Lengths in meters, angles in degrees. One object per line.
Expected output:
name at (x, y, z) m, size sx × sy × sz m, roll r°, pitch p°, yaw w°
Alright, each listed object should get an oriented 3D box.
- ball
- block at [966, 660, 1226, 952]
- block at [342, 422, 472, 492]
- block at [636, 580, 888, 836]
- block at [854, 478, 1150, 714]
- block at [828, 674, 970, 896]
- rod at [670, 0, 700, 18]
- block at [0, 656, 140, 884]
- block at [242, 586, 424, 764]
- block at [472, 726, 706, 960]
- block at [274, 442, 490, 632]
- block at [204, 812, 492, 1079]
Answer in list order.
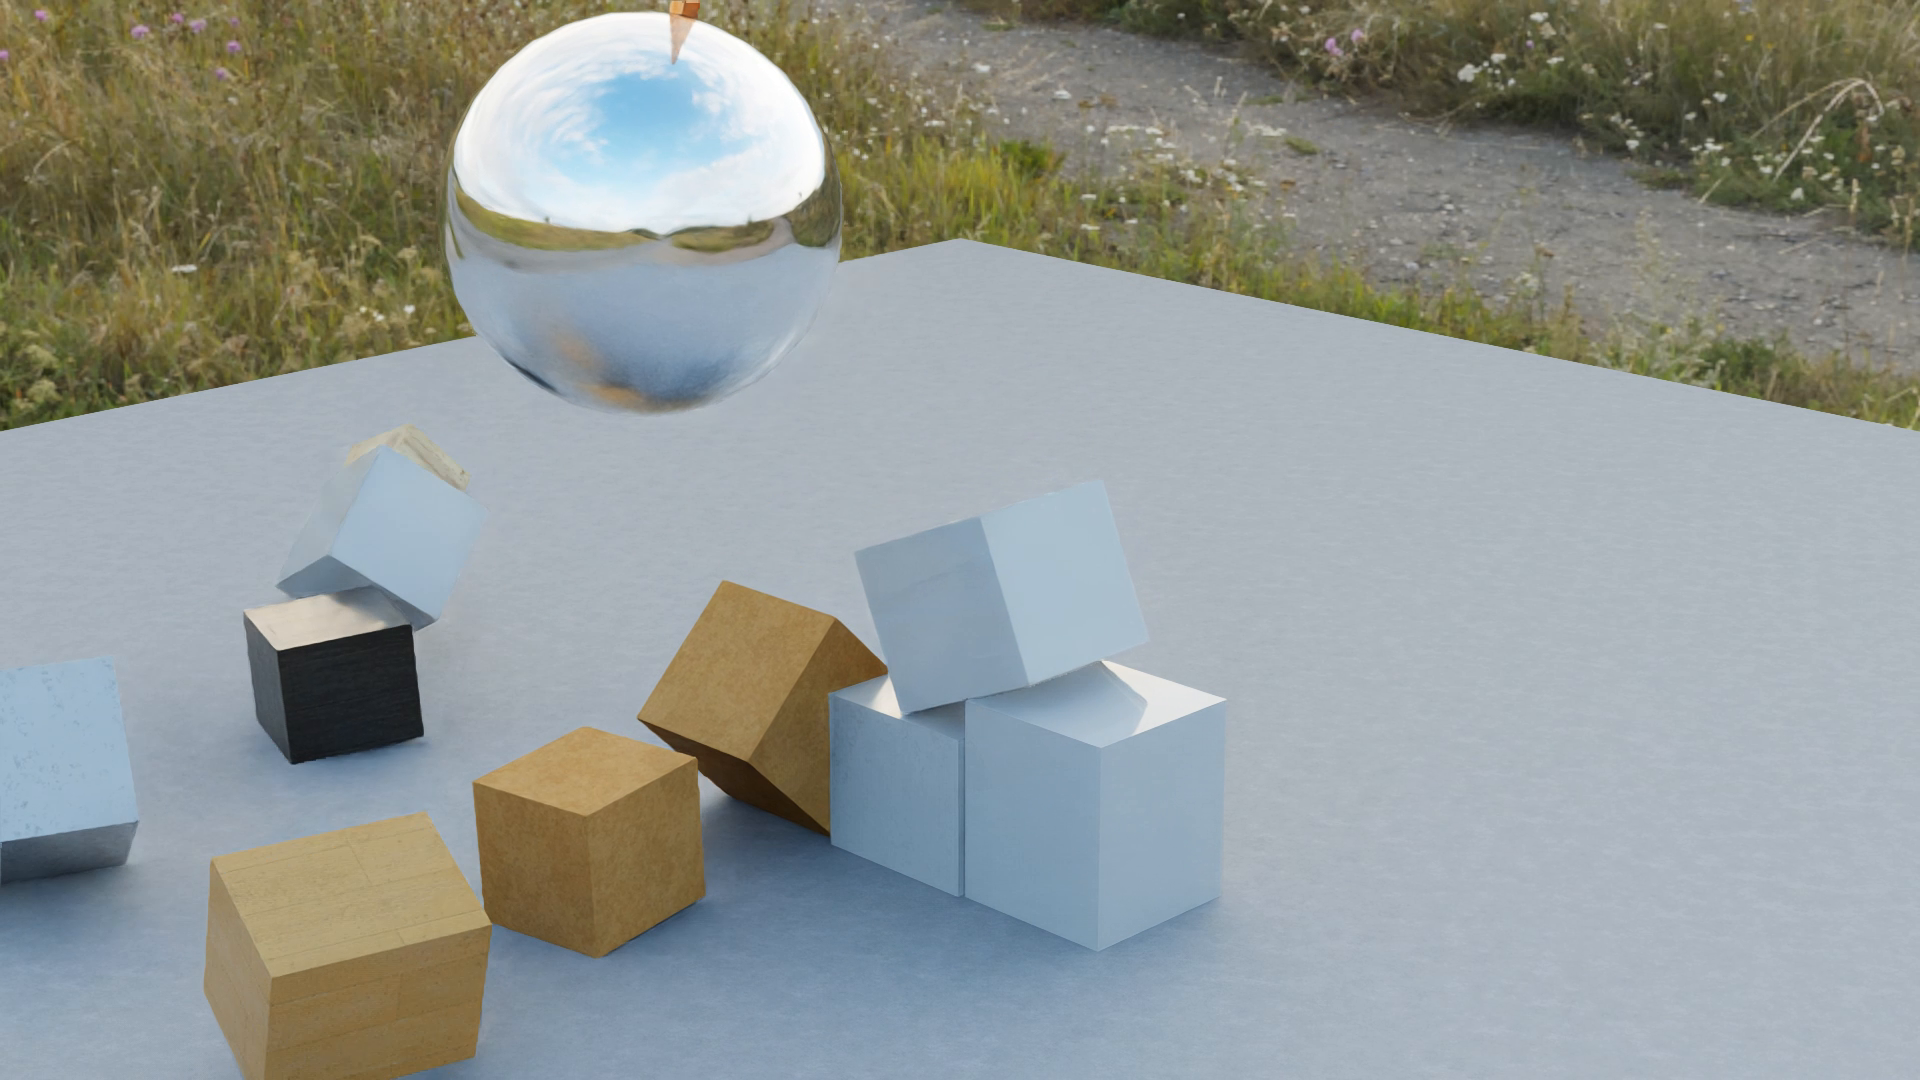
ball at (-1.260, -1.285, 11.617) m, size 1.600 × 1.600 × 1.600 m, roll 0°, pitch 17°, yaw 0°
block at (0.601, 1.157, 13.089) m, size 0.808 × 0.944 × 0.827 m, roll 17°, pitch 24°, yaw 42°
block at (-3.220, -0.288, 16.832) m, size 0.509 × 0.505 × 0.448 m, roll -18°, pitch 42°, yaw 36°
block at (-0.854, 0.802, 13.935) m, size 0.793 × 0.785 × 0.789 m, roll 17°, pitch 69°, yaw 42°
block at (0.187, 0.255, 13.268) m, size 0.814 × 0.768 × 0.847 m, roll -17°, pitch 1°, yaw -44°
block at (0.002, 1.066, 13.690) m, size 0.877 × 0.756 × 0.846 m, roll -17°, pitch 24°, yaw -42°
rod at (-0.546, -4.596, 11.325) m, size 0.080 × 5.200 × 0.080 m, roll 17°, pitch 7°, yaw 42°
block at (-4.212, 1.060, 13.125) m, size 0.873 × 0.763 × 0.841 m, roll -7°, pitch -16°, yaw -22°
block at (-3.226, 0.683, 15.086) m, size 0.689 × 0.614 × 0.697 m, roll -12°, pitch 21°, yaw -24°
block at (-1.631, 1.322, 12.952) m, size 0.669 × 0.676 × 0.718 m, roll 12°, pitch 24°, yaw 34°
block at (-3.182, 0.042, 16.132) m, size 0.701 × 0.726 × 0.750 m, roll 34°, pitch -31°, yaw -23°
block at (-2.420, 1.650, 11.545) m, size 0.882 × 0.731 × 0.691 m, roll -11°, pitch 41°, yaw -30°
